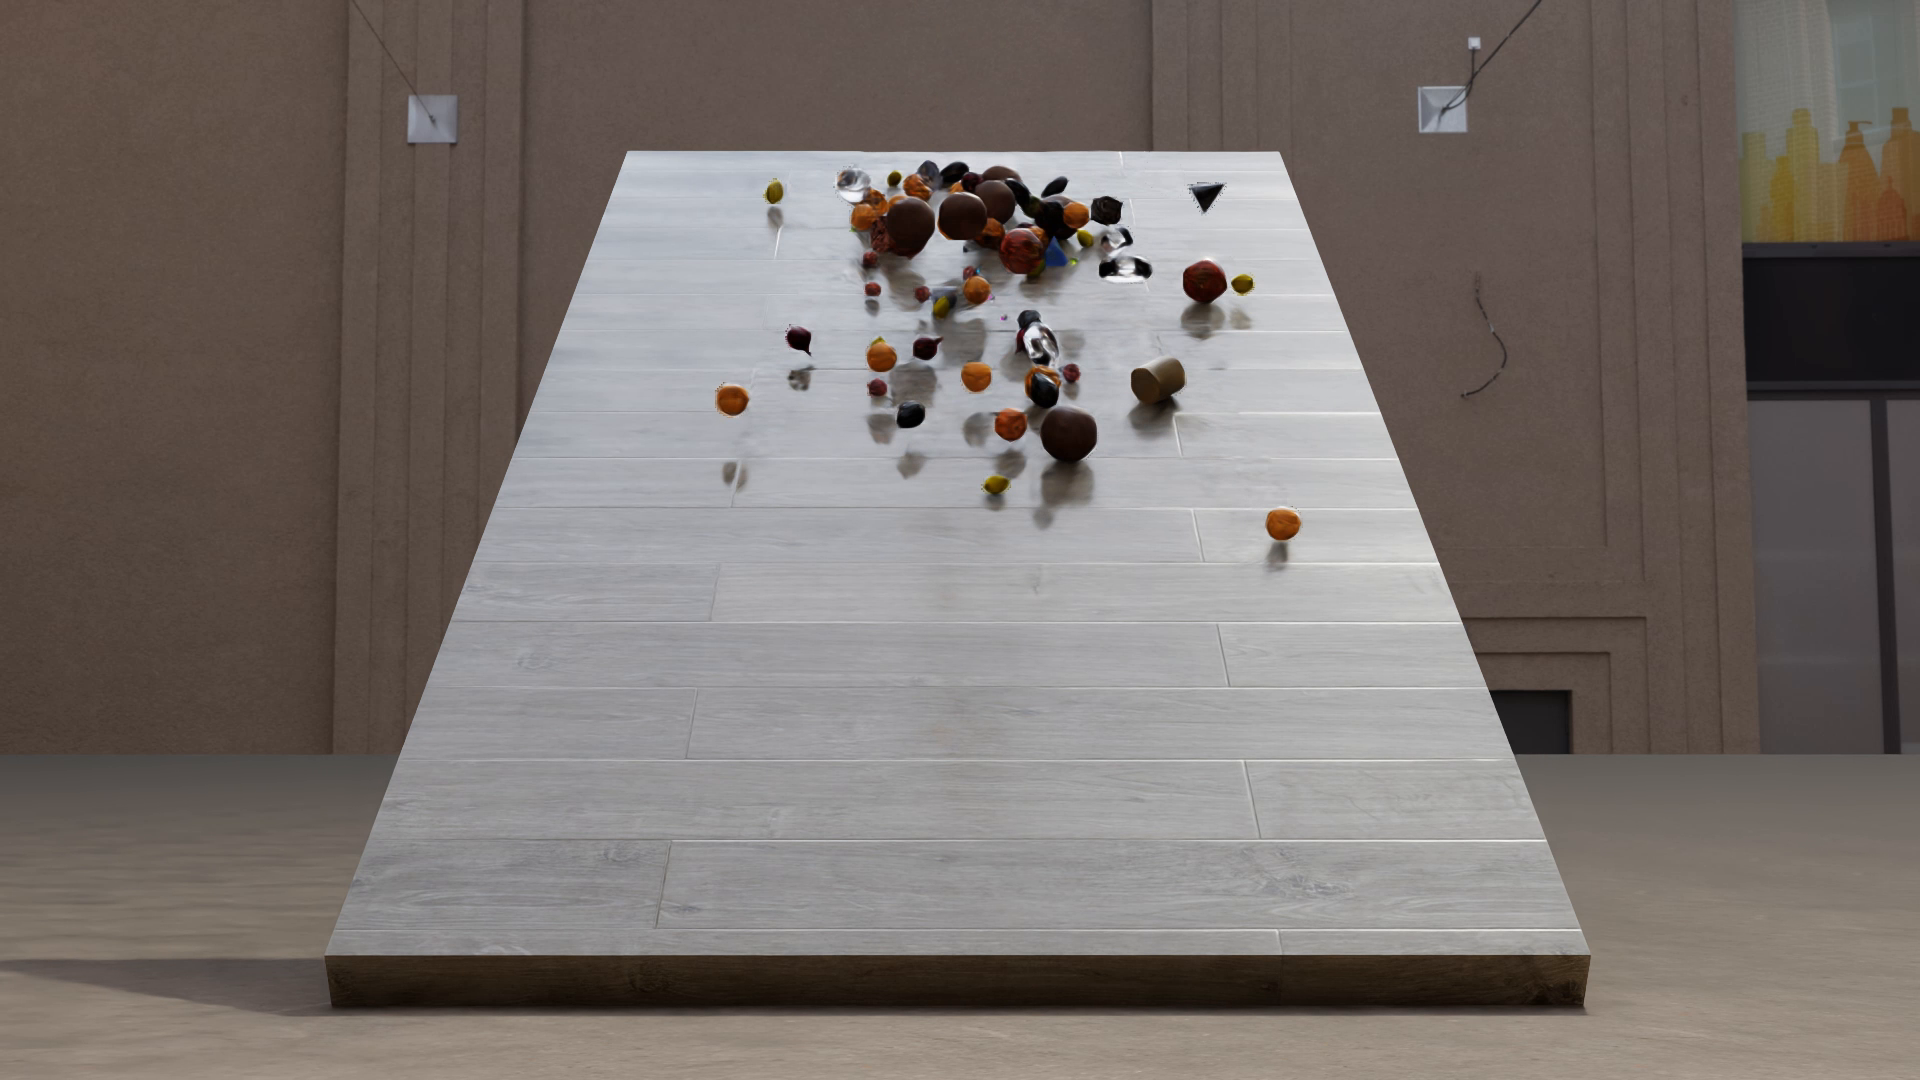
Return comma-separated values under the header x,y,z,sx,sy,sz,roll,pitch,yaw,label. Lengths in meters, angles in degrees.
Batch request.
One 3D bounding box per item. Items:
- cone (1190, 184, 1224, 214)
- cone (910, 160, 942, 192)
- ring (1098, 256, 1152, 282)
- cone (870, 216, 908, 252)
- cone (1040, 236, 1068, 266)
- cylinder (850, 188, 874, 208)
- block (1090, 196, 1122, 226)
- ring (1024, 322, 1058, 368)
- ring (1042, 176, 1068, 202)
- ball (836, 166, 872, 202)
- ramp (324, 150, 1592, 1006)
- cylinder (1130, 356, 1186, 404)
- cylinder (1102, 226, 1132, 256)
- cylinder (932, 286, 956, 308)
x,y,z,sx,sy,sz,roll,pitch,yaw,label
0.632,-0.876,5.988,0.081,0.081,0.081,-29,-9,7,cone
-0.119,-1.056,6.993,0.095,0.095,0.095,5,-11,-43,cone
0.432,-0.705,6.203,0.143,0.048,0.143,1,-8,0,ring
-0.177,-0.835,6.552,0.099,0.099,0.099,4,-6,-43,cone
0.255,-0.790,6.447,0.077,0.077,0.077,0,28,0,cone
-0.288,-0.995,6.830,0.060,0.060,0.060,-43,-29,28,cylinder
0.410,-0.924,6.673,0.060,0.060,0.060,17,-13,-35,block
0.198,-0.473,5.775,0.041,0.123,0.123,-21,-15,30,ring
0.273,-1.012,6.851,0.094,0.031,0.094,-42,-5,-5,ring
-0.297,-0.993,6.654,0.099,0.099,0.099,0,-5,0,ball
-0.011,-0.225,5.552,2.000,0.100,4.000,0,28,0,ramp
0.469,-0.380,5.637,0.093,0.093,0.093,-27,13,-36,cylinder
0.426,-0.810,6.456,0.060,0.060,0.060,-37,14,-28,cylinder
-0.041,-0.627,6.154,0.054,0.054,0.054,-3,-4,-10,cylinder
